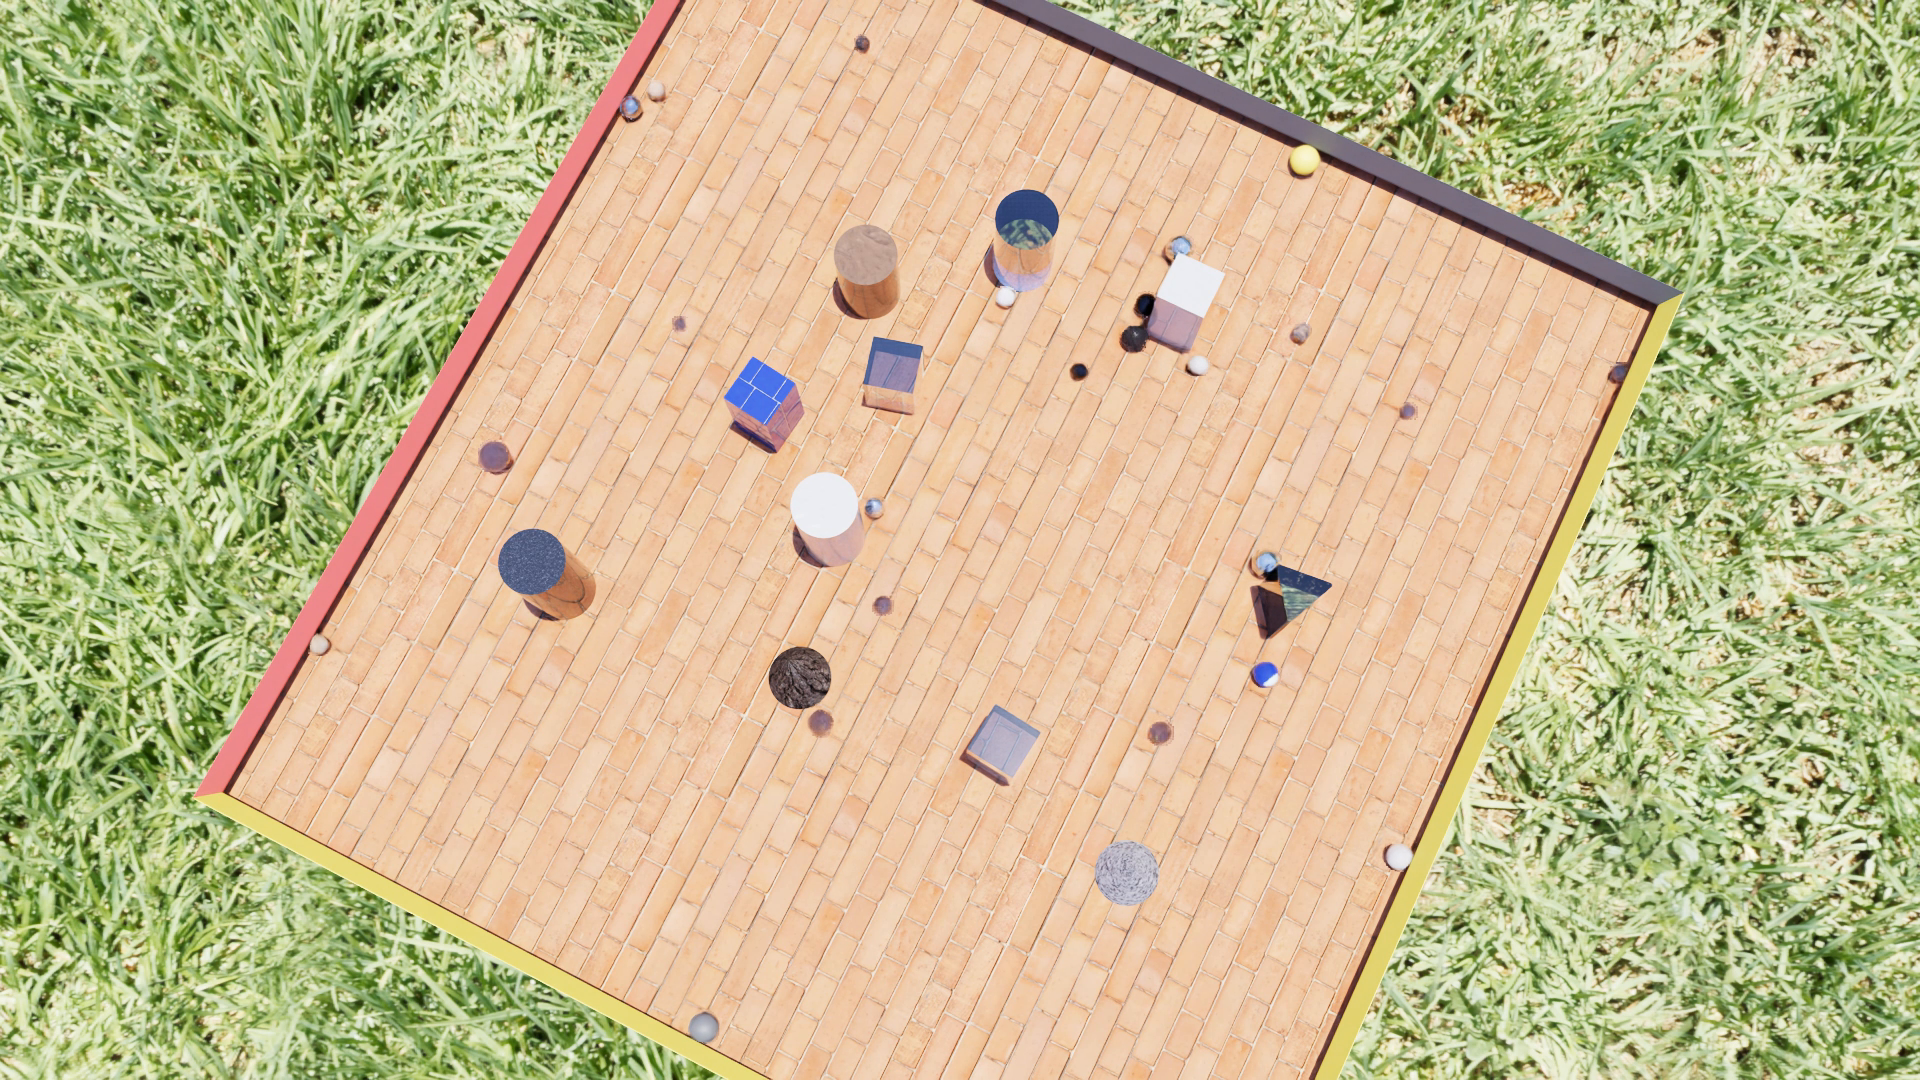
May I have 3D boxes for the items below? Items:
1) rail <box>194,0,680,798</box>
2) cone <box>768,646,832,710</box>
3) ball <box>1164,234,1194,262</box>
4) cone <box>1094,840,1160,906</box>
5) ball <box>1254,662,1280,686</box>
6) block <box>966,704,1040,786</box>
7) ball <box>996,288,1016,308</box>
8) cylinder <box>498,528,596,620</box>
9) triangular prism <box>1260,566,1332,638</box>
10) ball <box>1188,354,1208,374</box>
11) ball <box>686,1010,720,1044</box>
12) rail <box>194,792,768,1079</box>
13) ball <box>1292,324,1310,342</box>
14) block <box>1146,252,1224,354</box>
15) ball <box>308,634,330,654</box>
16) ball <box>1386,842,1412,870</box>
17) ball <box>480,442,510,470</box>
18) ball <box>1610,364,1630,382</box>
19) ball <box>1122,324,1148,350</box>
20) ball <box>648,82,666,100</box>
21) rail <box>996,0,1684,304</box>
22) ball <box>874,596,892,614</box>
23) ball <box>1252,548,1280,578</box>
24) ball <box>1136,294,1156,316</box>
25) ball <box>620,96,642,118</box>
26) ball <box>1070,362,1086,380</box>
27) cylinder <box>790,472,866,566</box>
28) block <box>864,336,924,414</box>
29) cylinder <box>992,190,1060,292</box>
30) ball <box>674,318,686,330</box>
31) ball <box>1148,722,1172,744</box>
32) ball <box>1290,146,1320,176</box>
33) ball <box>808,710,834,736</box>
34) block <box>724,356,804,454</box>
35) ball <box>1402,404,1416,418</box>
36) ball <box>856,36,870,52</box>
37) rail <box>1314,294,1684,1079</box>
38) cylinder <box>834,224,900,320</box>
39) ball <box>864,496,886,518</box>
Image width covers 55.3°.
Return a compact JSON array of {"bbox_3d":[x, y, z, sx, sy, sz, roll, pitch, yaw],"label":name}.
[{"bbox_3d":[-1.457,-0.707,5.698,0.045,0.124,3.382,26,80,5],"label":"rail"},{"bbox_3d":[-0.483,0.374,5.330,0.191,0.409,0.191,0,78,0],"label":"cone"},{"bbox_3d":[0.688,-0.915,5.760,0.089,0.089,0.089,0,78,0],"label":"ball"},{"bbox_3d":[0.493,0.954,5.272,0.191,0.288,0.191,0,78,0],"label":"cone"},{"bbox_3d":[0.918,0.401,5.494,0.077,0.077,0.077,0,78,0],"label":"ball"},{"bbox_3d":[0.125,0.599,5.337,0.153,0.304,0.153,32,80,6],"label":"block"},{"bbox_3d":[0.143,-0.760,5.743,0.061,0.061,0.061,0,78,0],"label":"ball"},{"bbox_3d":[-1.205,0.105,5.371,0.191,0.439,0.191,0,78,0],"label":"cylinder"},{"bbox_3d":[0.958,0.160,5.415,0.165,0.331,0.143,-39,81,-7],"label":"triangular prism"},{"bbox_3d":[0.739,-0.545,5.698,0.061,0.061,0.061,0,78,0],"label":"ball"},{"bbox_3d":[-0.740,1.406,5.282,0.095,0.095,0.095,0,78,0],"label":"ball"},{"bbox_3d":[-0.746,1.467,5.249,3.306,0.124,0.045,26,80,5],"label":"rail"},{"bbox_3d":[1.064,-0.645,5.721,0.056,0.056,0.056,0,78,0],"label":"ball"},{"bbox_3d":[0.683,-0.719,5.588,0.153,0.347,0.153,26,79,5],"label":"block"},{"bbox_3d":[-1.932,0.314,5.521,0.060,0.060,0.060,0,78,0],"label":"ball"},{"bbox_3d":[1.291,0.929,5.385,0.077,0.077,0.077,0,78,0],"label":"ball"},{"bbox_3d":[-1.426,-0.257,5.621,0.085,0.085,0.085,0,78,0],"label":"ball"},{"bbox_3d":[2.053,-0.519,5.694,0.058,0.058,0.058,0,78,0],"label":"ball"},{"bbox_3d":[0.543,-0.630,5.706,0.081,0.081,0.081,0,78,0],"label":"ball"},{"bbox_3d":[-0.975,-1.444,5.886,0.058,0.058,0.058,0,78,0],"label":"ball"},{"bbox_3d":[0.746,-1.454,5.853,3.306,0.124,0.045,26,80,5],"label":"rail"},{"bbox_3d":[-0.233,0.197,5.547,0.056,0.056,0.056,0,78,0],"label":"ball"},{"bbox_3d":[0.927,0.070,5.557,0.088,0.088,0.088,0,78,0],"label":"ball"},{"bbox_3d":[0.583,-0.738,5.734,0.069,0.069,0.069,0,78,0],"label":"ball"},{"bbox_3d":[-1.054,-1.384,5.867,0.071,0.071,0.071,0,78,0],"label":"ball"},{"bbox_3d":[0.368,-0.525,5.698,0.053,0.053,0.053,0,78,0],"label":"ball"},{"bbox_3d":[-0.385,-0.055,5.408,0.191,0.430,0.191,0,78,0],"label":"cylinder"},{"bbox_3d":[-0.200,-0.500,5.600,0.153,0.236,0.153,11,79,2],"label":"block"},{"bbox_3d":[0.199,-0.914,5.617,0.191,0.370,0.191,0,78,0],"label":"cylinder"},{"bbox_3d":[-0.877,-0.675,5.735,0.041,0.041,0.041,0,78,0],"label":"ball"},{"bbox_3d":[0.597,0.574,5.463,0.068,0.068,0.068,0,78,0],"label":"ball"},{"bbox_3d":[1.096,-1.206,5.819,0.093,0.093,0.093,0,78,0],"label":"ball"},{"bbox_3d":[-0.415,0.545,5.465,0.077,0.077,0.077,0,78,0],"label":"ball"},{"bbox_3d":[-0.588,-0.405,5.533,0.153,0.327,0.153,33,80,6],"label":"block"},{"bbox_3d":[1.389,-0.400,5.676,0.045,0.045,0.045,0,78,0],"label":"ball"},{"bbox_3d":[-0.315,-1.604,5.924,0.047,0.047,0.047,0,78,0],"label":"ball"},{"bbox_3d":[1.457,0.720,5.403,0.045,0.124,3.382,26,80,5],"label":"rail"},{"bbox_3d":[-0.282,-0.820,5.625,0.191,0.316,0.191,0,78,0],"label":"cylinder"},{"bbox_3d":[-0.261,-0.099,5.604,0.065,0.065,0.065,0,78,0],"label":"ball"}]
